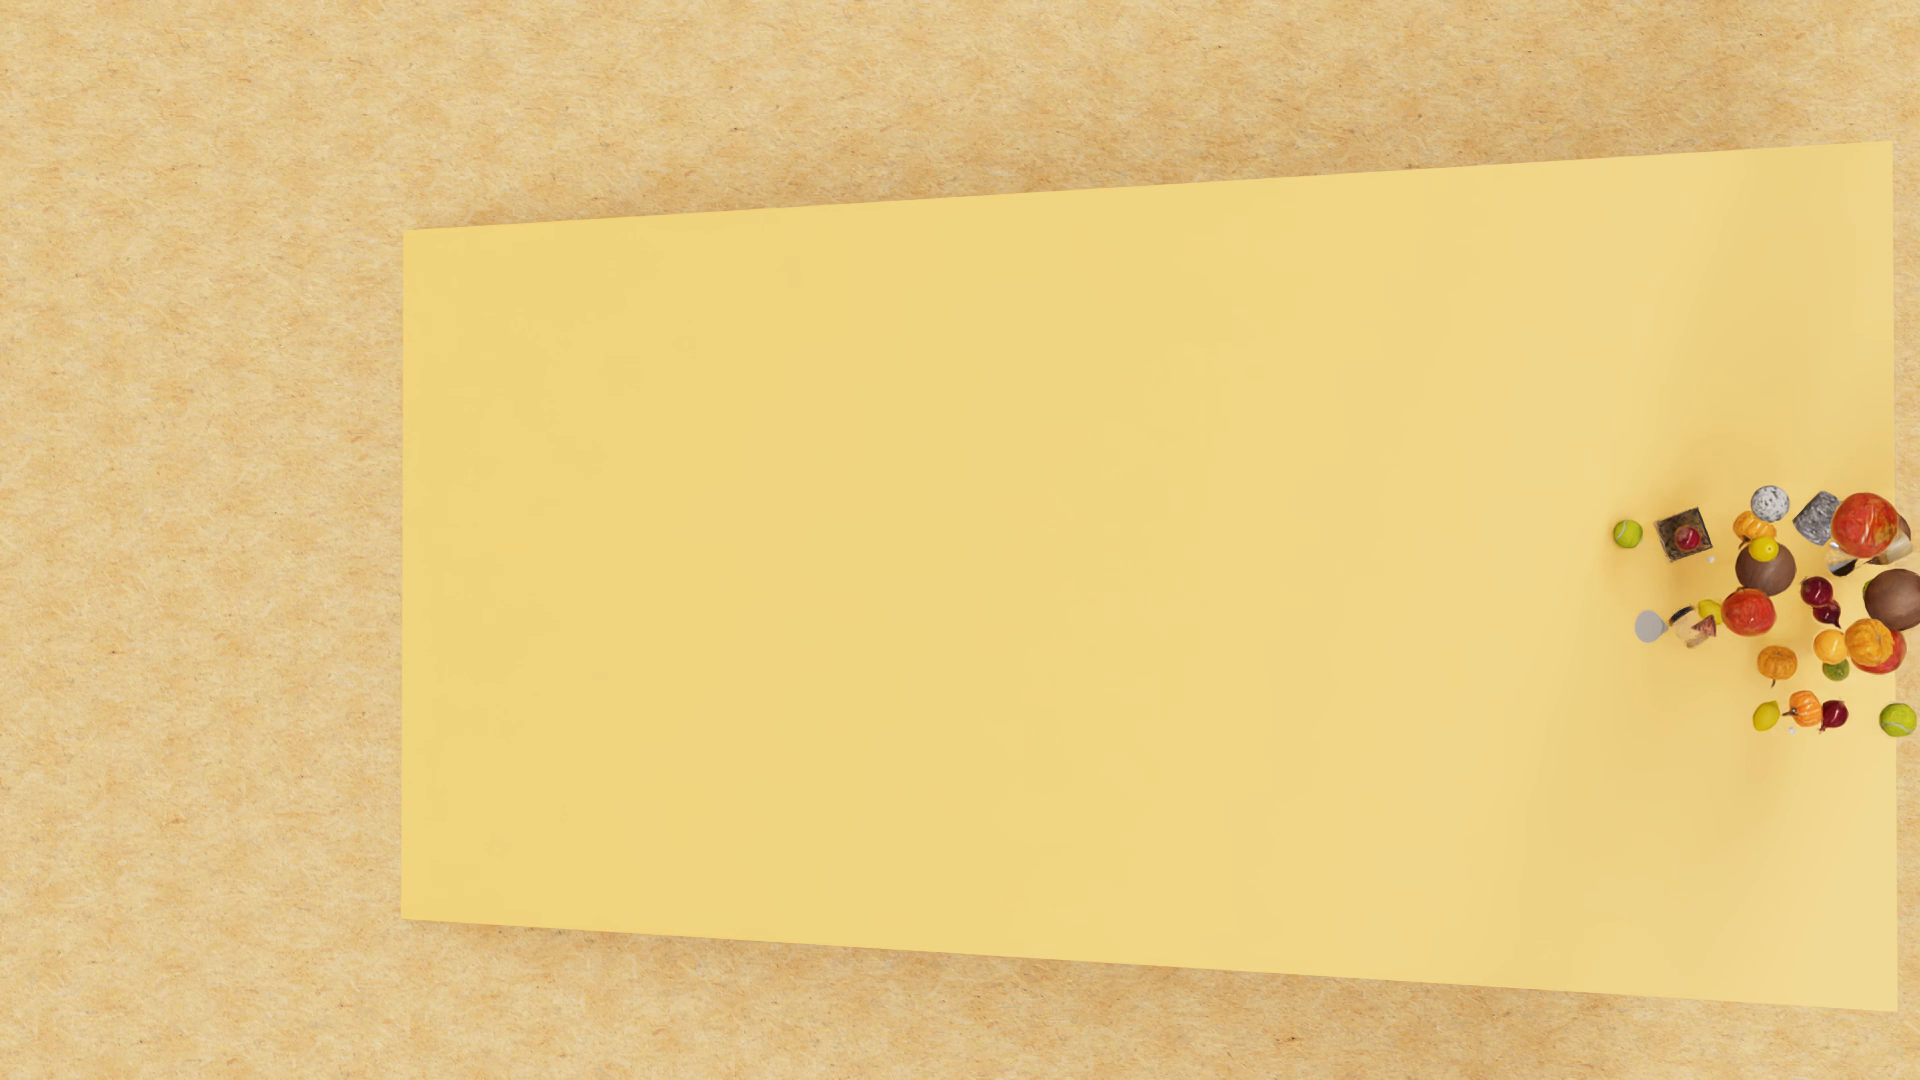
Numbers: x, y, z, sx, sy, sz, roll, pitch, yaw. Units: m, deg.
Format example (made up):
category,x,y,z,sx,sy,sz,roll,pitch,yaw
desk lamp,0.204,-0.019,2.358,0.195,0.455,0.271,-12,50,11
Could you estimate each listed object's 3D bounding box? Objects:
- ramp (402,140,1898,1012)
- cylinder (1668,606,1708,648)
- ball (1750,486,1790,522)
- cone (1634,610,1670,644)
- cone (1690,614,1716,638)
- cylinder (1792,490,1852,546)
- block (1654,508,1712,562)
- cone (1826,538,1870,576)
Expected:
category,x,y,z,sx,sy,sz,roll,pitch,yaw
ramp,0.280,0.090,5.768,4.000,0.100,2.000,0,89,20
cylinder,1.694,0.201,5.099,0.070,0.070,0.070,-30,57,0
ball,1.567,-0.070,4.254,0.072,0.072,0.072,0,89,0
cone,1.553,0.194,4.885,0.074,0.074,0.074,6,89,-34
cone,1.674,0.197,4.964,0.054,0.054,0.054,-9,89,28
cylinder,1.828,-0.046,4.664,0.084,0.084,0.084,35,122,0
block,1.689,-0.012,5.139,0.099,0.099,0.099,-20,86,13
cone,1.671,0.034,4.103,0.074,0.074,0.074,3,89,-24
